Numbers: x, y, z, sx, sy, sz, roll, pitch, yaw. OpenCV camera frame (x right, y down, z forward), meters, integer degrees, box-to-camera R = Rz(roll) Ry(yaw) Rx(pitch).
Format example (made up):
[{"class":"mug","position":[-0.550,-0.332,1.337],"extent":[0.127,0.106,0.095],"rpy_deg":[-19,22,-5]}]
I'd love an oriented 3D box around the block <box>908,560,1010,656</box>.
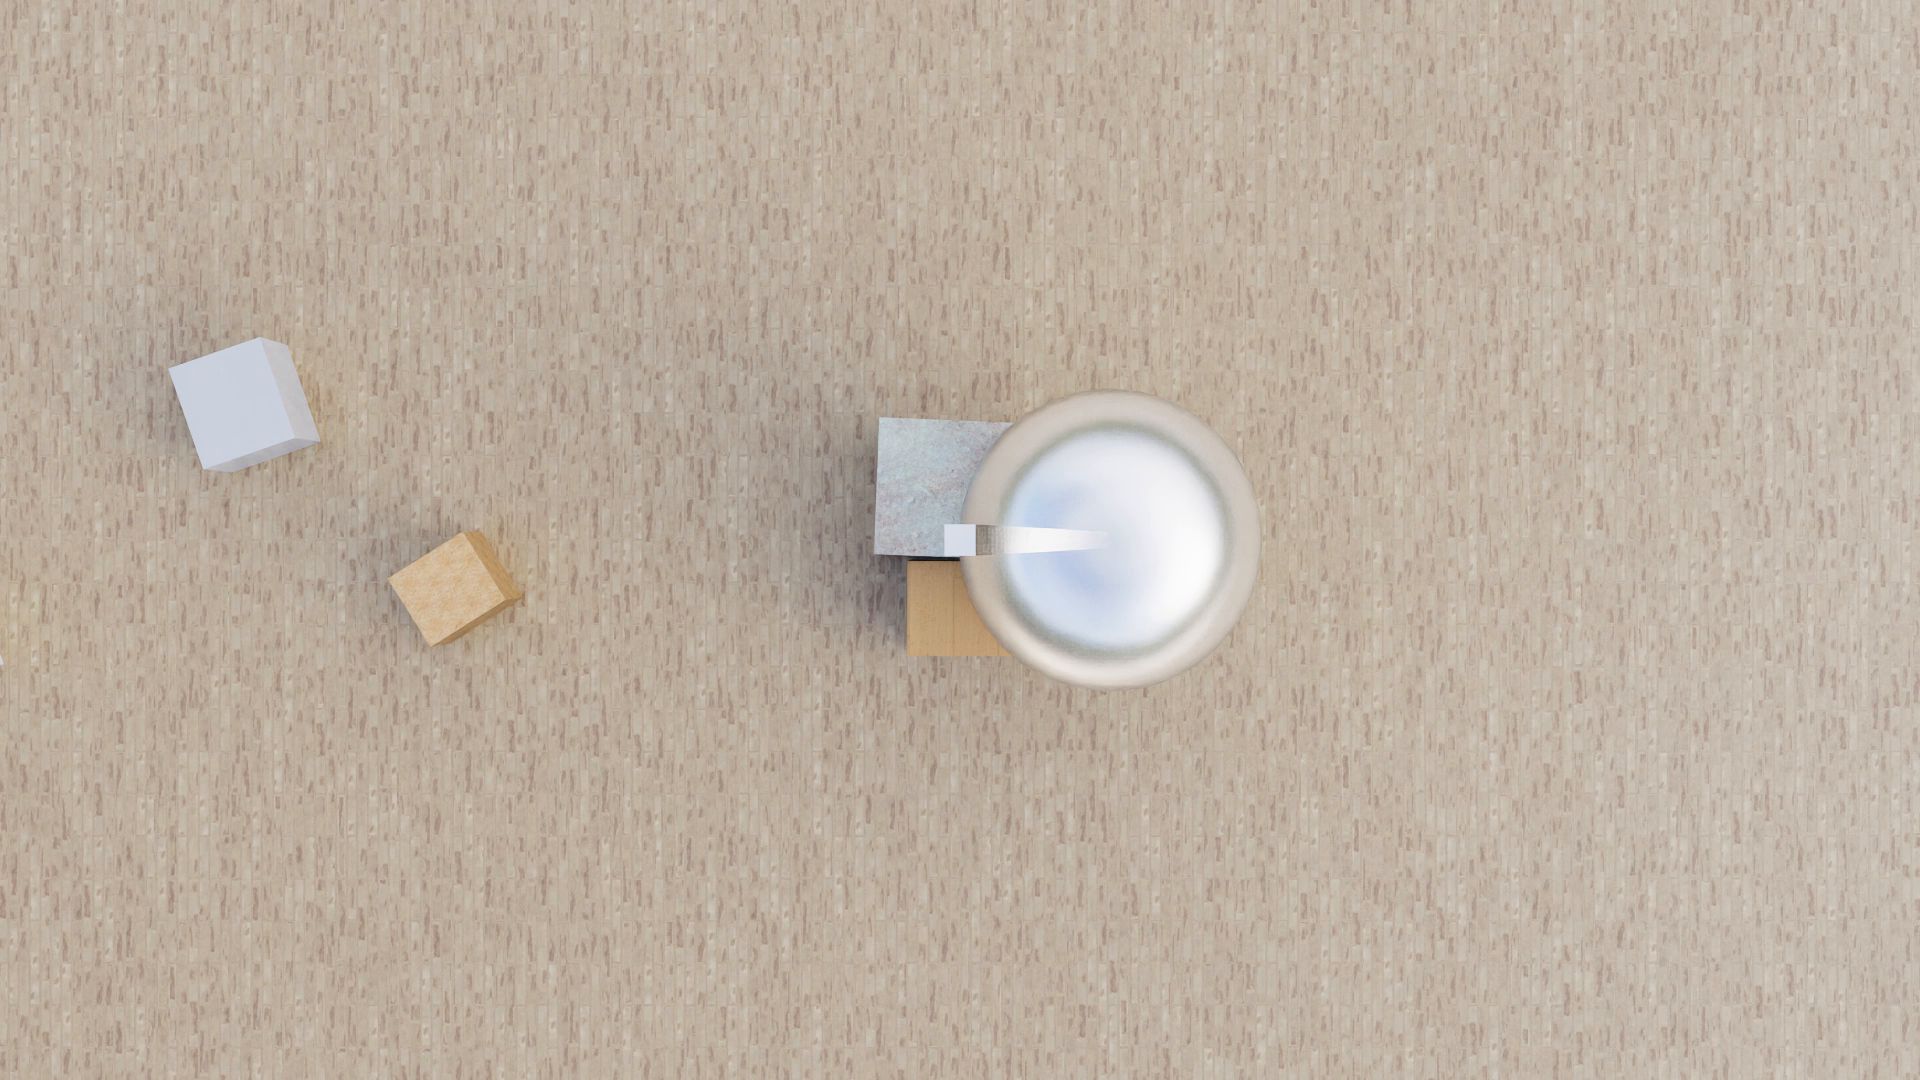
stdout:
[{"class":"block","position":[0.020,0.386,12.689],"extent":[0.634,0.622,0.534],"rpy_deg":[0,90,0]}]

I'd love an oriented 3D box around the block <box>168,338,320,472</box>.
[{"class":"block","position":[-4.137,-0.777,12.745],"extent":[0.550,0.510,0.607],"rpy_deg":[-19,90,0]}]

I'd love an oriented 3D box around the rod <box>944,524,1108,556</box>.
[{"class":"rod","position":[0.341,0.000,8.218],"extent":[0.080,5.200,0.080],"rpy_deg":[0,90,8]}]

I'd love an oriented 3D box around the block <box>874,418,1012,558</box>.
[{"class":"block","position":[-0.061,-0.286,12.623],"extent":[0.806,0.755,0.762],"rpy_deg":[2,90,0]}]

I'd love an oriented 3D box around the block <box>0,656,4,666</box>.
[{"class":"block","position":[-5.979,0.572,12.734],"extent":[0.498,0.532,0.533],"rpy_deg":[-21,90,0]}]

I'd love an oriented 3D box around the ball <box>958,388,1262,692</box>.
[{"class":"ball","position":[0.788,0.000,11.588],"extent":[1.600,1.600,1.600],"rpy_deg":[0,90,0]}]

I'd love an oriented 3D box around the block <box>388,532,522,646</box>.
[{"class":"block","position":[-2.920,0.280,12.753],"extent":[0.503,0.494,0.459],"rpy_deg":[-32,90,0]}]
